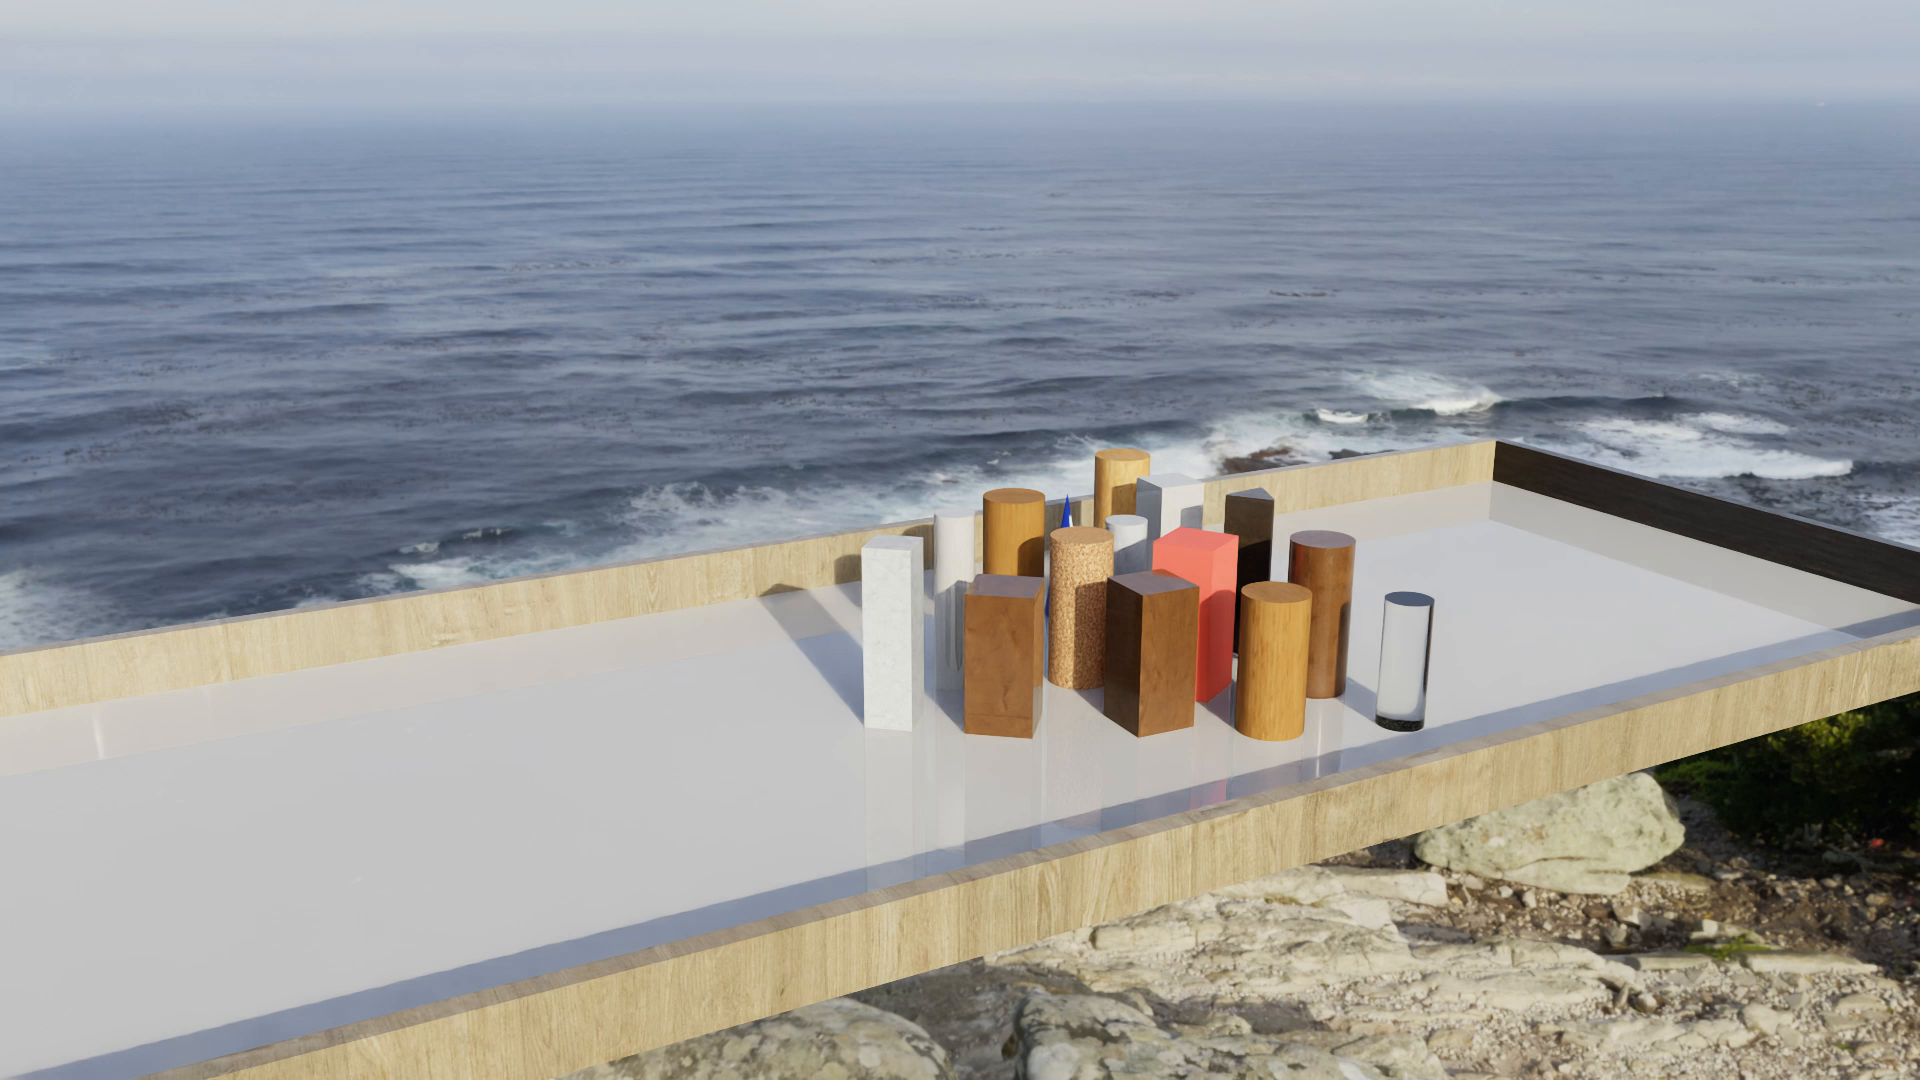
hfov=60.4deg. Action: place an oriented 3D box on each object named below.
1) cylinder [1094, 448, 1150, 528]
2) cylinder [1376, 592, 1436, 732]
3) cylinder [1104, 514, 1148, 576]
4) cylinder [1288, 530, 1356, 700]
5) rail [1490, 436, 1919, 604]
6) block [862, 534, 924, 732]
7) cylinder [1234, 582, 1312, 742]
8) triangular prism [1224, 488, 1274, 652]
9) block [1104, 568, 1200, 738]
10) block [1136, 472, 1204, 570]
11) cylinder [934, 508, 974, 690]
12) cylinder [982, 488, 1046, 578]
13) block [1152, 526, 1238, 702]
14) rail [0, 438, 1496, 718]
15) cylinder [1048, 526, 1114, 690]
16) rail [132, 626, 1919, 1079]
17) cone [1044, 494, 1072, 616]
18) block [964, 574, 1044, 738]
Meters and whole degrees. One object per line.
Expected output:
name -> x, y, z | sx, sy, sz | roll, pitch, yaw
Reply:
cylinder -> 0.469, -0.052, 4.815 | 0.159, 0.404, 0.159 | 0, 16, 0
cylinder -> 1.037, 0.283, 3.845 | 0.113, 0.308, 0.113 | 0, 16, 0
cylinder -> 0.432, 0.117, 4.332 | 0.110, 0.352, 0.110 | 0, 16, 0
cylinder -> 0.880, 0.182, 4.052 | 0.157, 0.385, 0.157 | 0, 16, 0
rail -> 2.466, -0.048, 5.253 | 0.050, 0.150, 2.100 | -9, 18, -27
block -> -0.155, 0.216, 3.843 | 0.115, 0.438, 0.115 | 4, 17, 13
cylinder -> 0.723, 0.279, 3.812 | 0.160, 0.334, 0.160 | 0, 16, 0
triangular prism -> 0.764, 0.081, 4.325 | 0.127, 0.425, 0.110 | 8, 18, 24
block -> 0.445, 0.262, 3.852 | 0.153, 0.345, 0.153 | -8, 18, -25
block -> 0.577, 0.024, 4.578 | 0.133, 0.392, 0.133 | -7, 18, -24
cylinder -> -0.014, 0.146, 4.072 | 0.100, 0.443, 0.100 | 0, 16, 0
cylinder -> 0.141, 0.081, 4.357 | 0.163, 0.408, 0.163 | 0, 16, 0
block -> 0.573, 0.181, 4.054 | 0.155, 0.385, 0.155 | 10, 19, 30
rail -> -3.305, 0.497, 3.399 | 12.000, 0.150, 0.050 | -9, 18, -27
cylinder -> 0.301, 0.169, 4.112 | 0.157, 0.377, 0.157 | 0, 16, 0
rail -> -2.336, 1.006, 1.665 | 12.000, 0.150, 0.050 | -9, 18, -27
cone -> 0.297, 0.038, 4.602 | 0.122, 0.352, 0.122 | 0, 16, 0
block -> 0.104, 0.268, 3.838 | 0.159, 0.340, 0.159 | 3, 17, 11
